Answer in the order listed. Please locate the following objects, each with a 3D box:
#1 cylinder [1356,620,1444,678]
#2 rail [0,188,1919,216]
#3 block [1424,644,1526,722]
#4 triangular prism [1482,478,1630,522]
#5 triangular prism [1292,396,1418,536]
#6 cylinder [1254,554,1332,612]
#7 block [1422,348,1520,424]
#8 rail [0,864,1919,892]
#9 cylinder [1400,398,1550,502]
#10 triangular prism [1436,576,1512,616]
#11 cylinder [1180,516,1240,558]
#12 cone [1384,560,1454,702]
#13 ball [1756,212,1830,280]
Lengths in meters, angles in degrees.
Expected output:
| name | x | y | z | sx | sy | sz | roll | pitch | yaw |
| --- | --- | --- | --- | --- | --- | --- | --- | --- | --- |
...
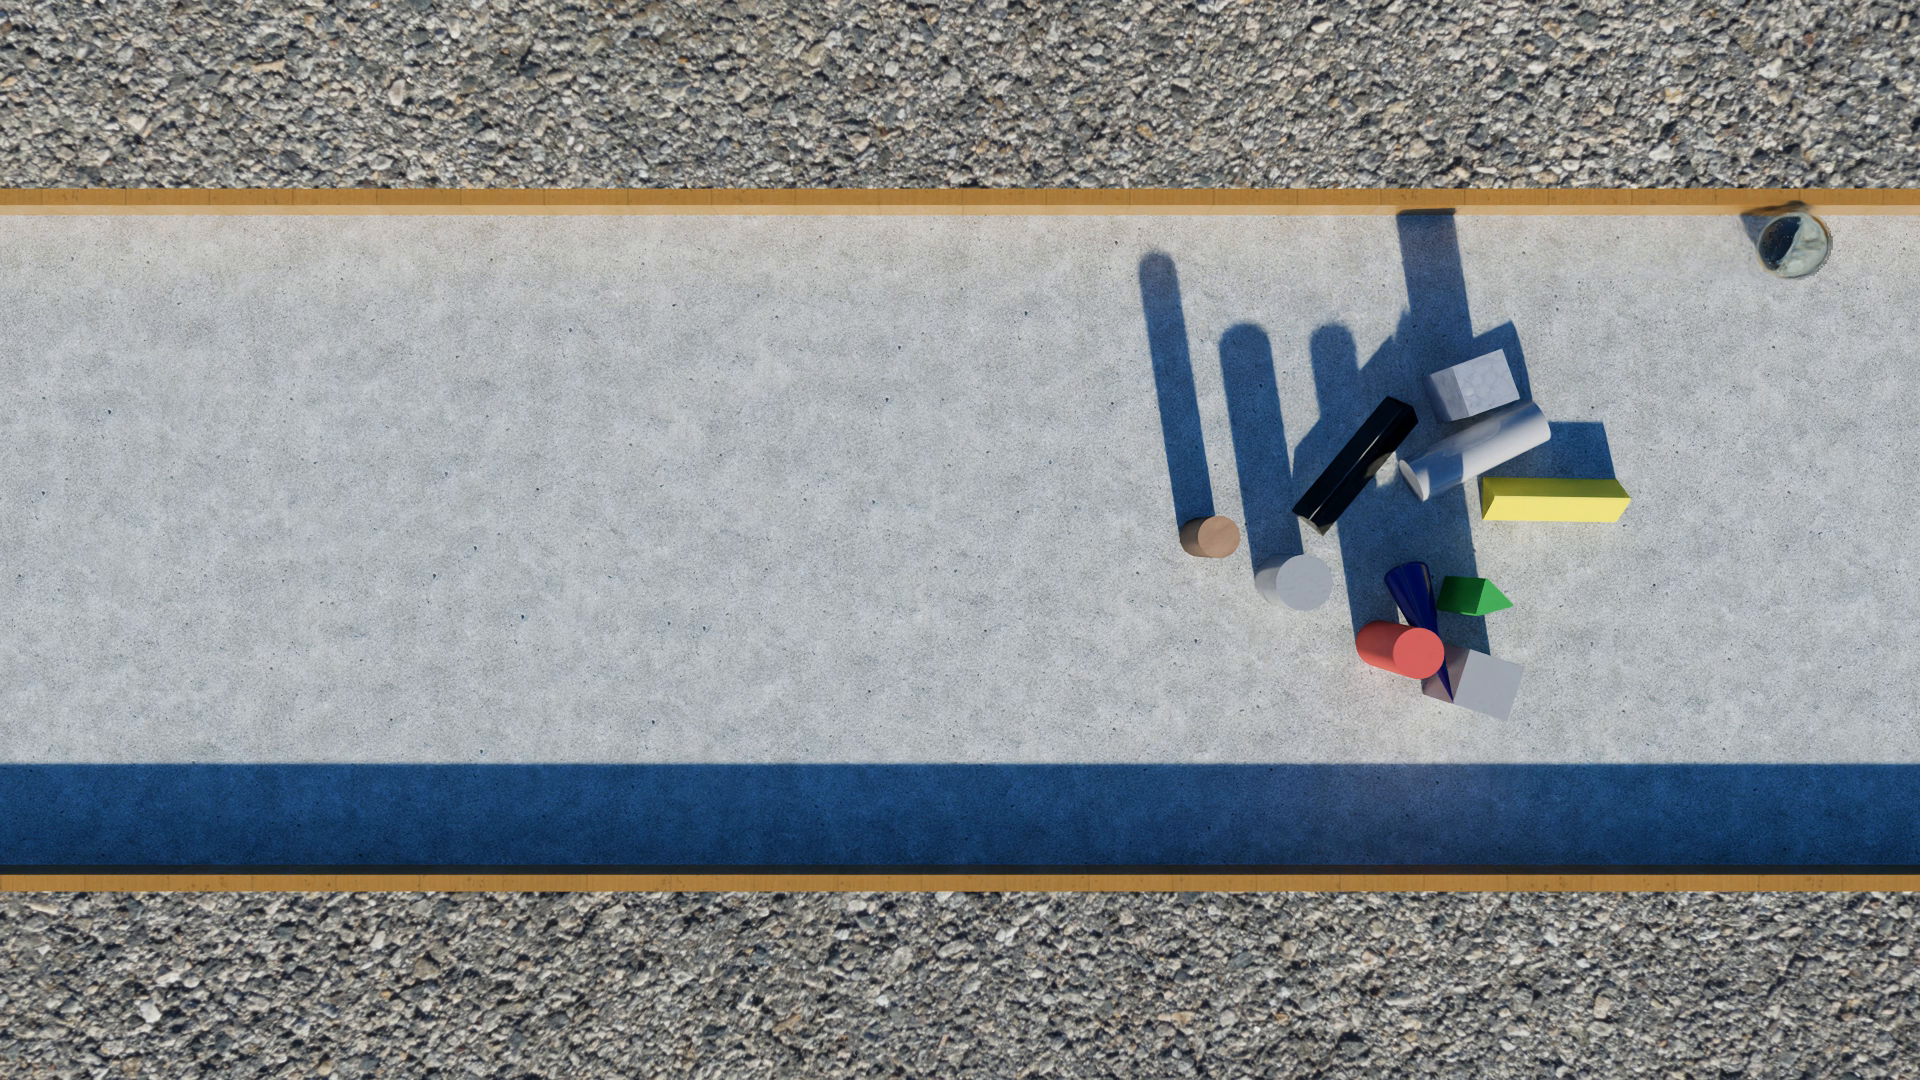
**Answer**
| name | x | y | z | sx | sy | sz | roll | pitch | yaw |
| --- | --- | --- | --- | --- | --- | --- | --- | --- | --- |
| cylinder | 1.290 | 0.319 | 4.857 | 0.144 | 0.439 | 0.144 | 0 | 90 | 0 |
| rail | -2.247 | -1.025 | 5.002 | 12.000 | 0.150 | 0.050 | 0 | 90 | 0 |
| block | 1.530 | 0.421 | 4.924 | 0.168 | 0.305 | 0.168 | 18 | 90 | 0 |
| triangular prism | 1.813 | -0.125 | 5.018 | 0.409 | 0.112 | 0.129 | 1 | 90 | 0 |
| triangular prism | 1.215 | -0.227 | 5.020 | 0.124 | 0.107 | 0.459 | 40 | 90 | 0 |
| cylinder | 0.989 | 0.123 | 4.906 | 0.164 | 0.341 | 0.164 | 0 | 90 | 0 |
| block | 1.516 | -0.454 | 4.915 | 0.153 | 0.323 | 0.153 | -20 | 90 | 0 |
| rail | -2.247 | 1.025 | 5.001 | 12.000 | 0.150 | 0.050 | 0 | 90 | 0 |
| cylinder | 1.561 | -0.272 | 5.005 | 0.425 | 0.143 | 0.143 | -26 | 90 | 0 |
| triangular prism | 1.507 | 0.155 | 4.879 | 0.108 | 0.395 | 0.094 | -15 | 90 | 0 |
| cylinder | 0.736 | -0.009 | 4.880 | 0.121 | 0.393 | 0.121 | 0 | 90 | 0 |
| cone | 1.392 | 0.288 | 4.892 | 0.138 | 0.138 | 0.455 | -11 | 56 | 0 |
| ball | 2.511 | -0.887 | 4.976 | 0.202 | 0.202 | 0.202 | 0 | 90 | 0 |
